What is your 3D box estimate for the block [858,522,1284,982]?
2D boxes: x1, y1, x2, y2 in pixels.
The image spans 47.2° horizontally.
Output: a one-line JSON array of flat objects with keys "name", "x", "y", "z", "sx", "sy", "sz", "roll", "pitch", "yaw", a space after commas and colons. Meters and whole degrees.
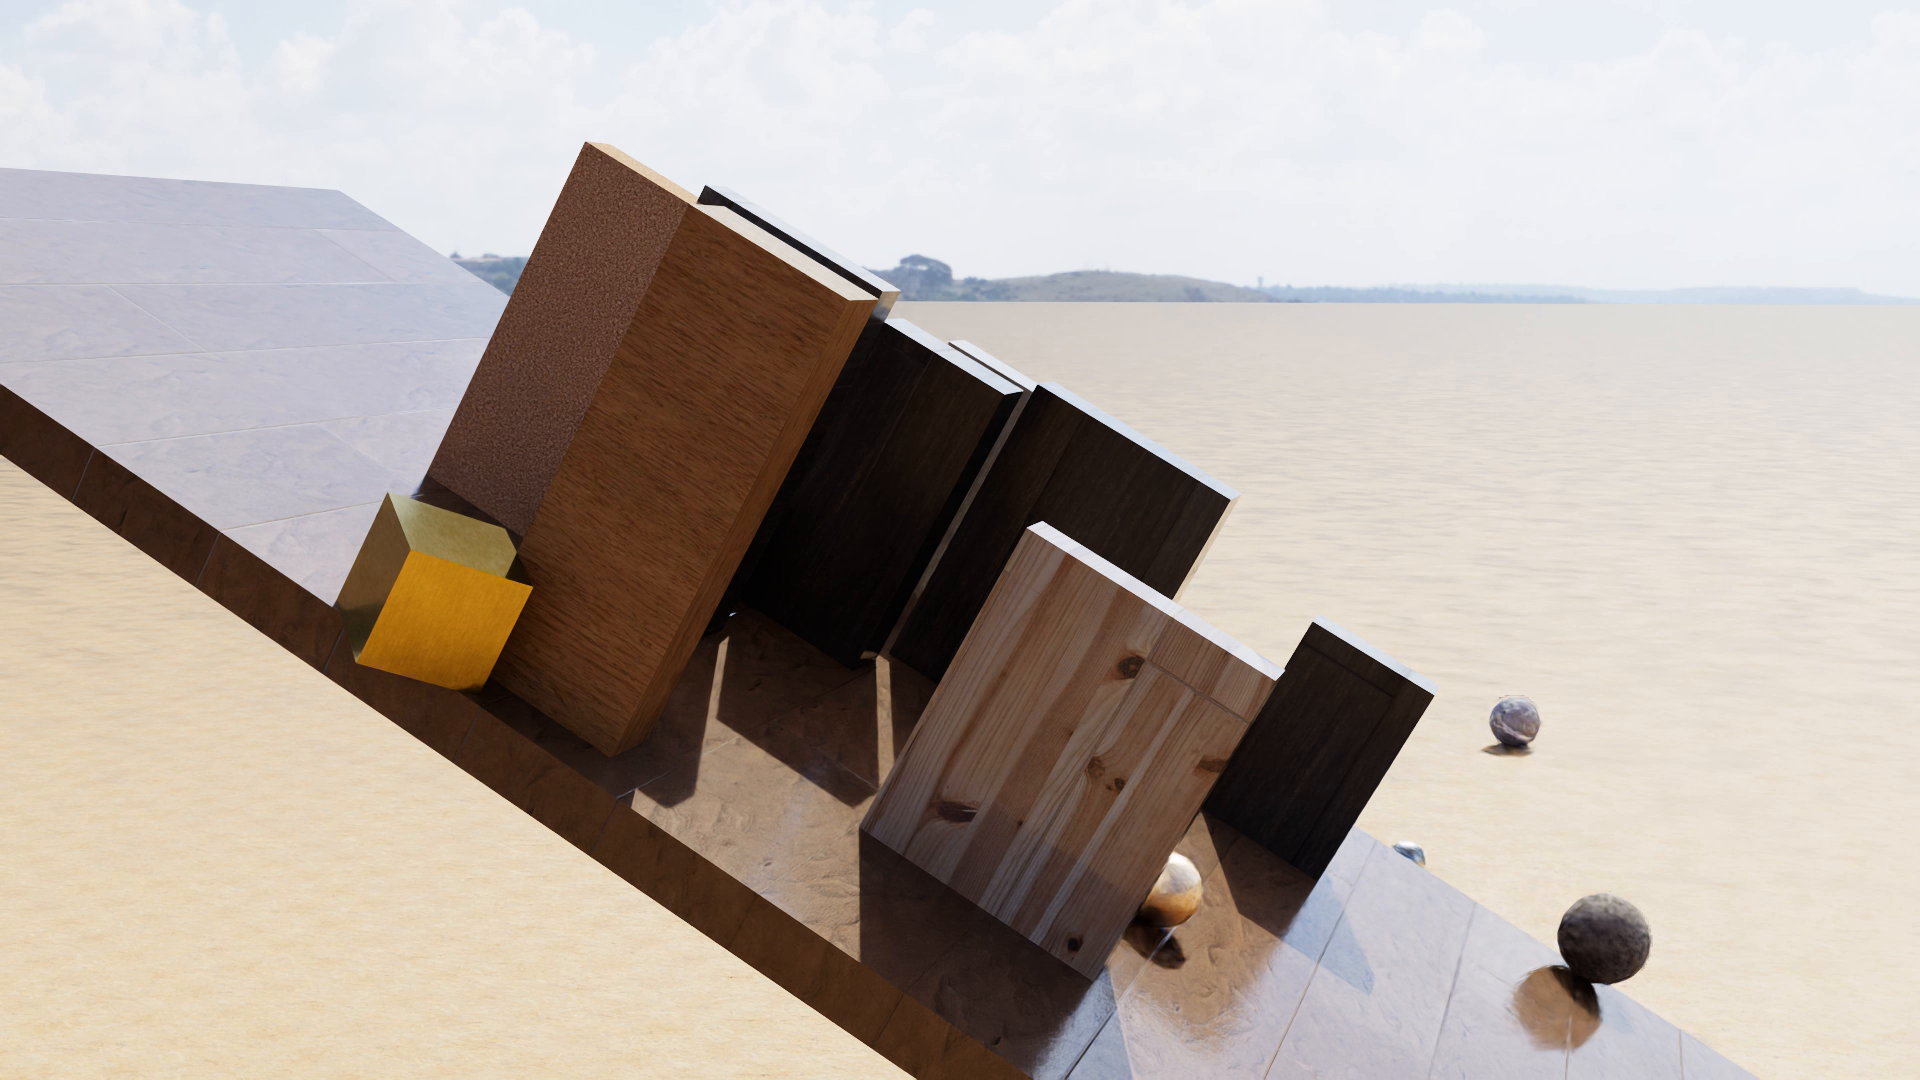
[{"name": "block", "x": 0.169, "y": 0.330, "z": 3.451, "sx": 0.444, "sy": 0.565, "sz": 0.093, "roll": 32, "pitch": 15, "yaw": 11}]

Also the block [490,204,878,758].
[{"name": "block", "x": -0.437, "y": -0.085, "z": 3.283, "sx": 0.278, "sy": 0.783, "sz": 0.127, "roll": 32, "pitch": 15, "yaw": 11}]

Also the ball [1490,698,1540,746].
[{"name": "ball", "x": 2.180, "y": 0.715, "z": 8.640, "sx": 0.195, "sy": 0.195, "sz": 0.195, "roll": 0, "pitch": 7, "yaw": 0}]

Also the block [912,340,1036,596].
[{"name": "block", "x": 0.001, "y": -0.133, "z": 4.811, "sx": 0.309, "sy": 0.519, "sz": 0.116, "roll": 32, "pitch": 15, "yaw": 11}]

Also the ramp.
[{"name": "ramp", "x": -0.195, "y": 0.322, "z": 4.133, "sx": 4.000, "sy": 0.100, "sz": 2.000, "roll": 32, "pitch": 15, "yaw": 11}]

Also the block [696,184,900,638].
[{"name": "block", "x": -0.439, "y": -0.226, "z": 3.915, "sx": 0.374, "sy": 0.708, "sz": 0.097, "roll": 32, "pitch": 15, "yaw": 11}]

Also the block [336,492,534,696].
[{"name": "block", "x": -0.781, "y": 0.080, "z": 3.260, "sx": 0.192, "sy": 0.192, "sz": 0.192, "roll": 20, "pitch": 17, "yaw": -32}]

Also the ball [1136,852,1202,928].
[{"name": "ball", "x": 0.348, "y": 0.596, "z": 3.754, "sx": 0.131, "sy": 0.131, "sz": 0.131, "roll": 0, "pitch": 7, "yaw": 0}]

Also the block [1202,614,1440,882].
[{"name": "block", "x": 0.724, "y": 0.417, "z": 4.435, "sx": 0.277, "sy": 0.450, "sz": 0.104, "roll": 32, "pitch": 15, "yaw": 11}]

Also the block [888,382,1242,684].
[{"name": "block", "x": 0.201, "y": 0.068, "z": 4.302, "sx": 0.433, "sy": 0.618, "sz": 0.117, "roll": 32, "pitch": 15, "yaw": 11}]

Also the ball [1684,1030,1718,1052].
[{"name": "ball", "x": 1.618, "y": 1.178, "z": 4.917, "sx": 0.162, "sy": 0.162, "sz": 0.162, "roll": 0, "pitch": 7, "yaw": 0}]

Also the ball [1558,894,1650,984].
[{"name": "ball", "x": 1.377, "y": 0.853, "z": 4.703, "sx": 0.191, "sy": 0.191, "sz": 0.191, "roll": 0, "pitch": 7, "yaw": 0}]

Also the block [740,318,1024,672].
[{"name": "block", "x": -0.156, "y": -0.087, "z": 4.181, "sx": 0.275, "sy": 0.607, "sz": 0.132, "roll": 32, "pitch": 15, "yaw": 11}]

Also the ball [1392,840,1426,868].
[{"name": "ball", "x": 1.370, "y": 0.981, "z": 6.754, "sx": 0.115, "sy": 0.115, "sz": 0.115, "roll": 0, "pitch": 7, "yaw": 0}]

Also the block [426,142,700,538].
[{"name": "block", "x": -0.642, "y": -0.317, "z": 3.908, "sx": 0.365, "sy": 0.675, "sz": 0.097, "roll": 32, "pitch": 15, "yaw": 11}]
